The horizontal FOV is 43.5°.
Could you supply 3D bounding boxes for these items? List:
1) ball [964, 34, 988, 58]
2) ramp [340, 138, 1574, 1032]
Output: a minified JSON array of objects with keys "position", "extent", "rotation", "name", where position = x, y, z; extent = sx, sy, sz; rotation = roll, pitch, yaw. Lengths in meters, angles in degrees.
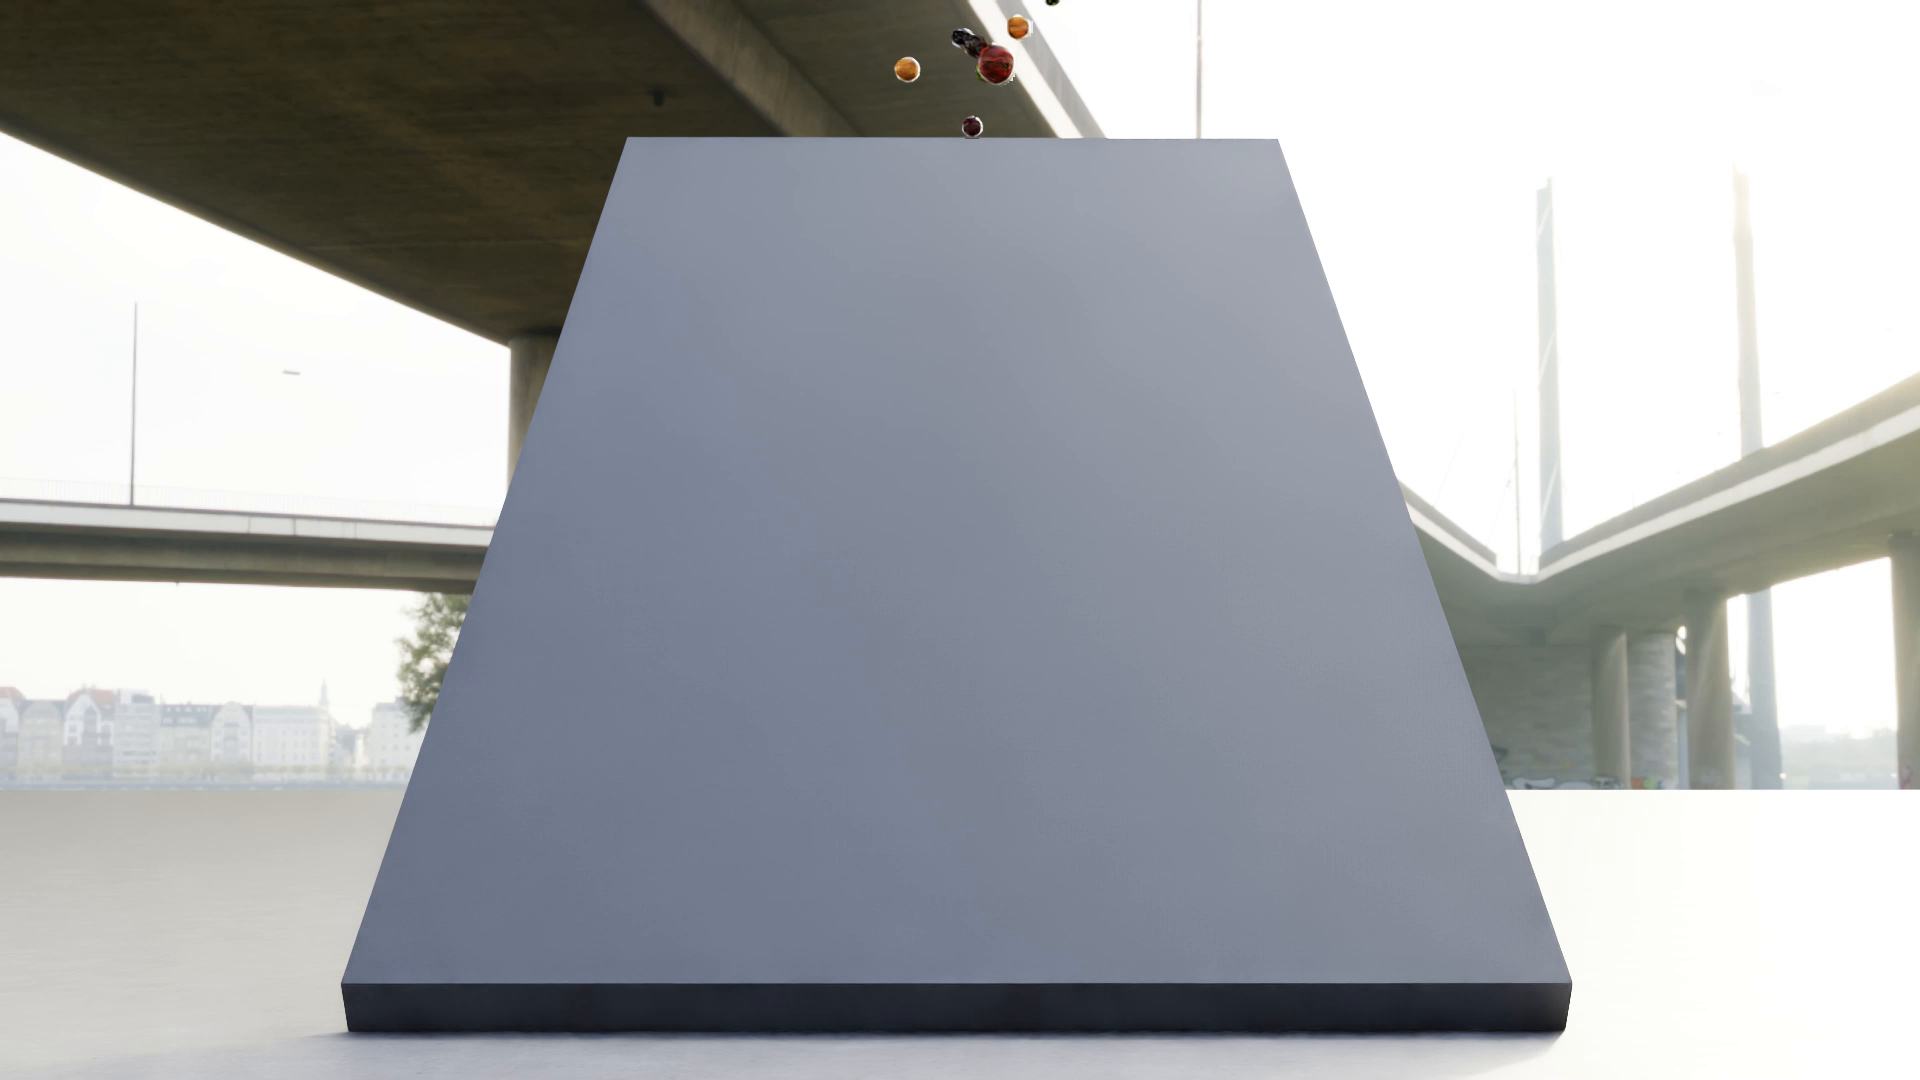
[{"position":[0.047,-1.455,7.082],"extent":[0.070,0.070,0.070],"rotation":[0,-6,0],"name":"ball"},{"position":[-0.012,-0.215,5.671],"extent":[2.000,0.100,4.000],"rotation":[0,29,0],"name":"ramp"}]
